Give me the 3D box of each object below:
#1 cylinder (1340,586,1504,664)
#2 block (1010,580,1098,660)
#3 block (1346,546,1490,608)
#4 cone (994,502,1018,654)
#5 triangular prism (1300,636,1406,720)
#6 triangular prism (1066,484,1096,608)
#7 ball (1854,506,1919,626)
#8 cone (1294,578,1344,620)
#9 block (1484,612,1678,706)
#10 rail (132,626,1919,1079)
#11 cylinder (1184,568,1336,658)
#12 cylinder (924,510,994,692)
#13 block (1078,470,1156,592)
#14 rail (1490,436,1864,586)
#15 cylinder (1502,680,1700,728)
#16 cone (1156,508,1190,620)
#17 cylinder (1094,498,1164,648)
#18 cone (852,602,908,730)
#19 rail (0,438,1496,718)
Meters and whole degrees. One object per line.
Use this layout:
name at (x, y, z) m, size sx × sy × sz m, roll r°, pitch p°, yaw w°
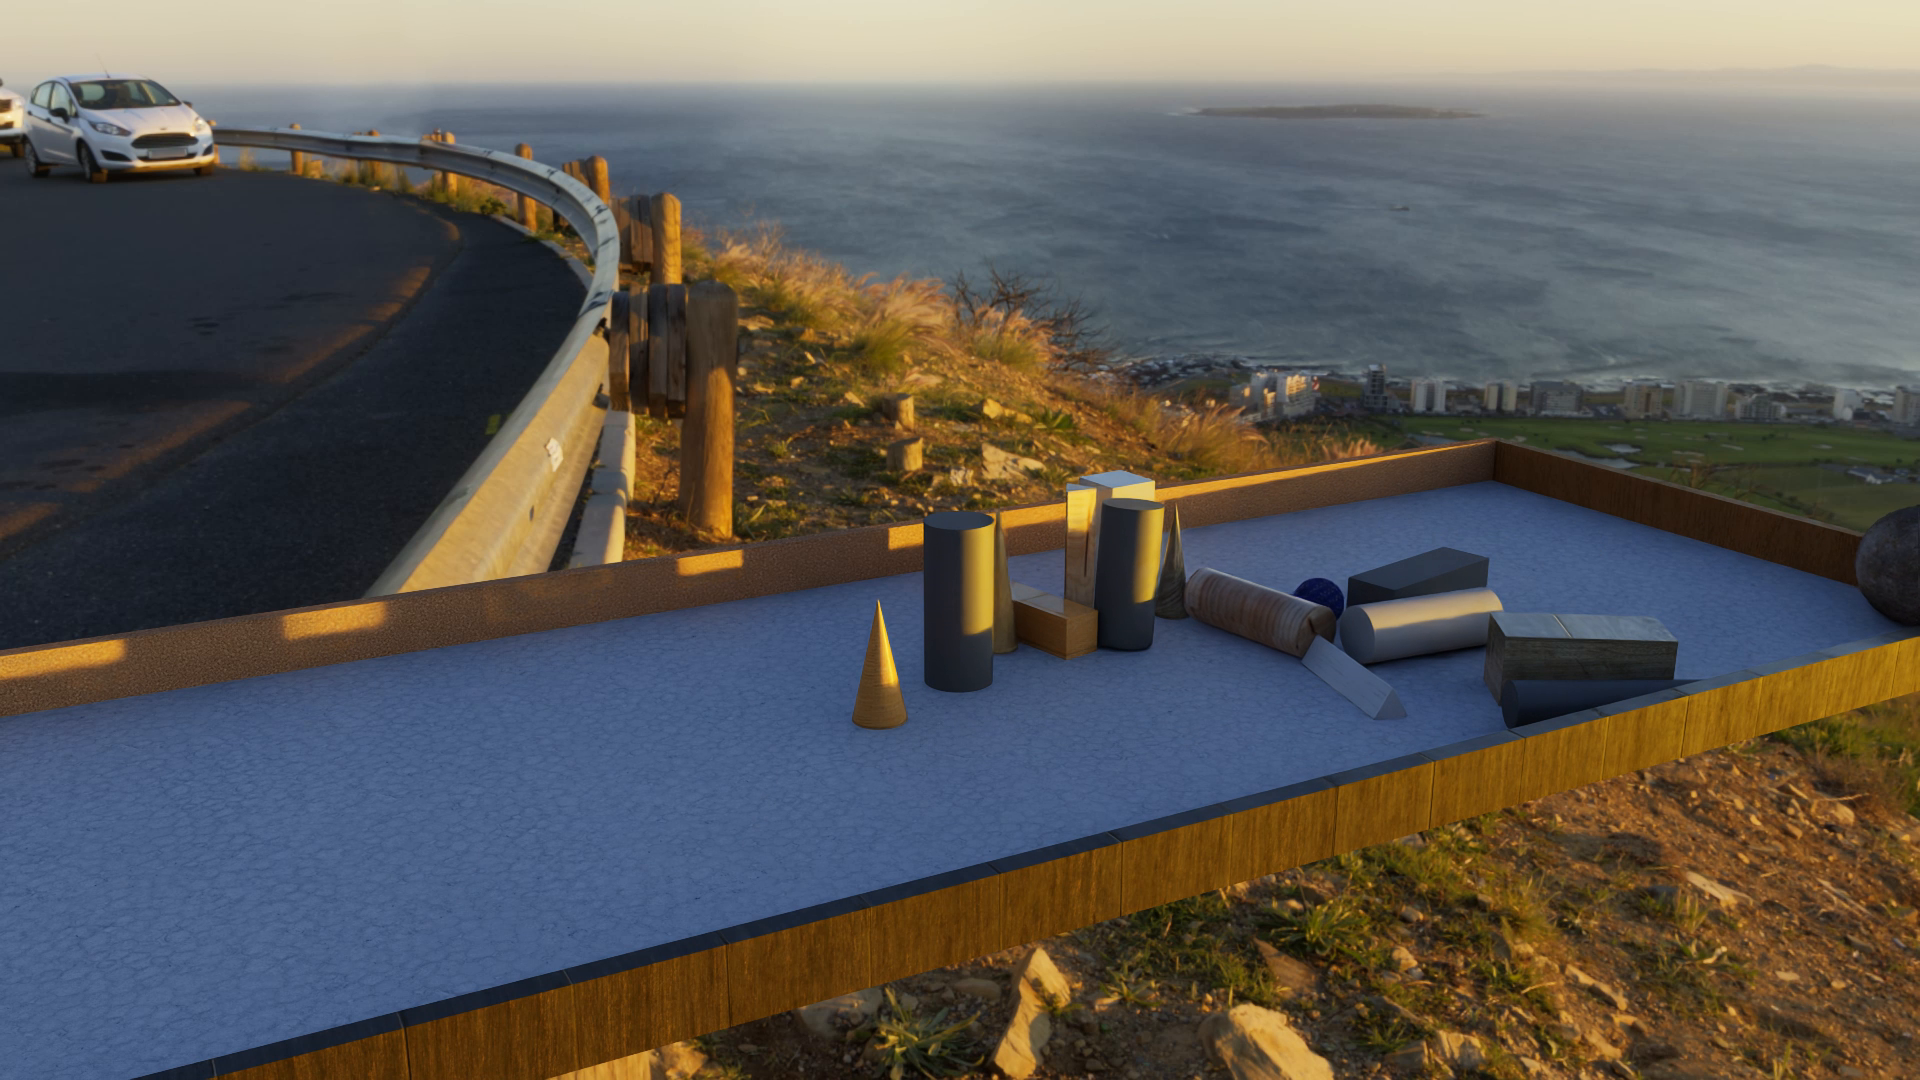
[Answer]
cylinder at (1.212, 0.223, 4.325) m, size 0.408 × 0.153 × 0.153 m, roll -7°, pitch 18°, yaw -21°
block at (0.212, 0.213, 4.432) m, size 0.112 × 0.112 × 0.333 m, roll -13°, pitch 21°, yaw -38°
block at (1.275, 0.148, 4.589) m, size 0.449 × 0.149 × 0.149 m, roll -14°, pitch 21°, yaw -39°
cone at (0.099, 0.091, 4.319) m, size 0.116 × 0.406 × 0.116 m, roll 0°, pitch 19°, yaw 0°
triangular prism at (0.972, 0.333, 4.081) m, size 0.087 × 0.075 × 0.392 m, roll -4°, pitch 17°, yaw -14°
triangular prism at (0.317, 0.027, 4.615) m, size 0.093 × 0.365 × 0.080 m, roll -8°, pitch 18°, yaw -25°
ball at (2.641, 0.071, 4.520) m, size 0.334 × 0.334 × 0.334 m, roll 0°, pitch 16°, yaw 0°
cone at (1.021, 0.155, 4.705) m, size 0.140 × 0.140 × 0.381 m, roll 3°, pitch 6°, yaw 12°
block at (1.510, 0.296, 4.030) m, size 0.398 × 0.180 × 0.180 m, roll 1°, pitch 16°, yaw 5°
rail at (-2.336, 1.006, 1.665) m, size 12.000 × 0.150 × 0.050 m, roll -9°, pitch 18°, yaw -27°
cylinder at (0.801, 0.195, 4.434) m, size 0.146 × 0.146 × 0.420 m, roll -12°, pitch 20°, yaw -35°
cylinder at (-0.003, 0.152, 4.097) m, size 0.173 × 0.418 × 0.173 m, roll 0°, pitch 16°, yaw 0°
block at (0.456, -0.021, 4.844) m, size 0.156 × 0.328 × 0.156 m, roll -11°, pitch 19°, yaw -32°
rail at (2.466, -0.048, 5.253) m, size 0.050 × 0.150 × 2.100 m, roll -9°, pitch 18°, yaw -27°
cylinder at (1.506, 0.383, 3.847) m, size 0.449 × 0.116 × 0.116 m, roll 0°, pitch 16°, yaw 0°
cone at (0.597, 0.051, 4.603) m, size 0.104 × 0.326 × 0.104 m, roll 0°, pitch 16°, yaw 0°
cylinder at (0.445, 0.087, 4.375) m, size 0.164 × 0.372 × 0.164 m, roll 3°, pitch 12°, yaw -1°
cone at (-0.190, 0.280, 3.870) m, size 0.133 × 0.300 × 0.133 m, roll 0°, pitch 16°, yaw 0°
rail at (-3.305, 0.497, 3.399) m, size 12.000 × 0.150 × 0.050 m, roll -9°, pitch 18°, yaw -27°
